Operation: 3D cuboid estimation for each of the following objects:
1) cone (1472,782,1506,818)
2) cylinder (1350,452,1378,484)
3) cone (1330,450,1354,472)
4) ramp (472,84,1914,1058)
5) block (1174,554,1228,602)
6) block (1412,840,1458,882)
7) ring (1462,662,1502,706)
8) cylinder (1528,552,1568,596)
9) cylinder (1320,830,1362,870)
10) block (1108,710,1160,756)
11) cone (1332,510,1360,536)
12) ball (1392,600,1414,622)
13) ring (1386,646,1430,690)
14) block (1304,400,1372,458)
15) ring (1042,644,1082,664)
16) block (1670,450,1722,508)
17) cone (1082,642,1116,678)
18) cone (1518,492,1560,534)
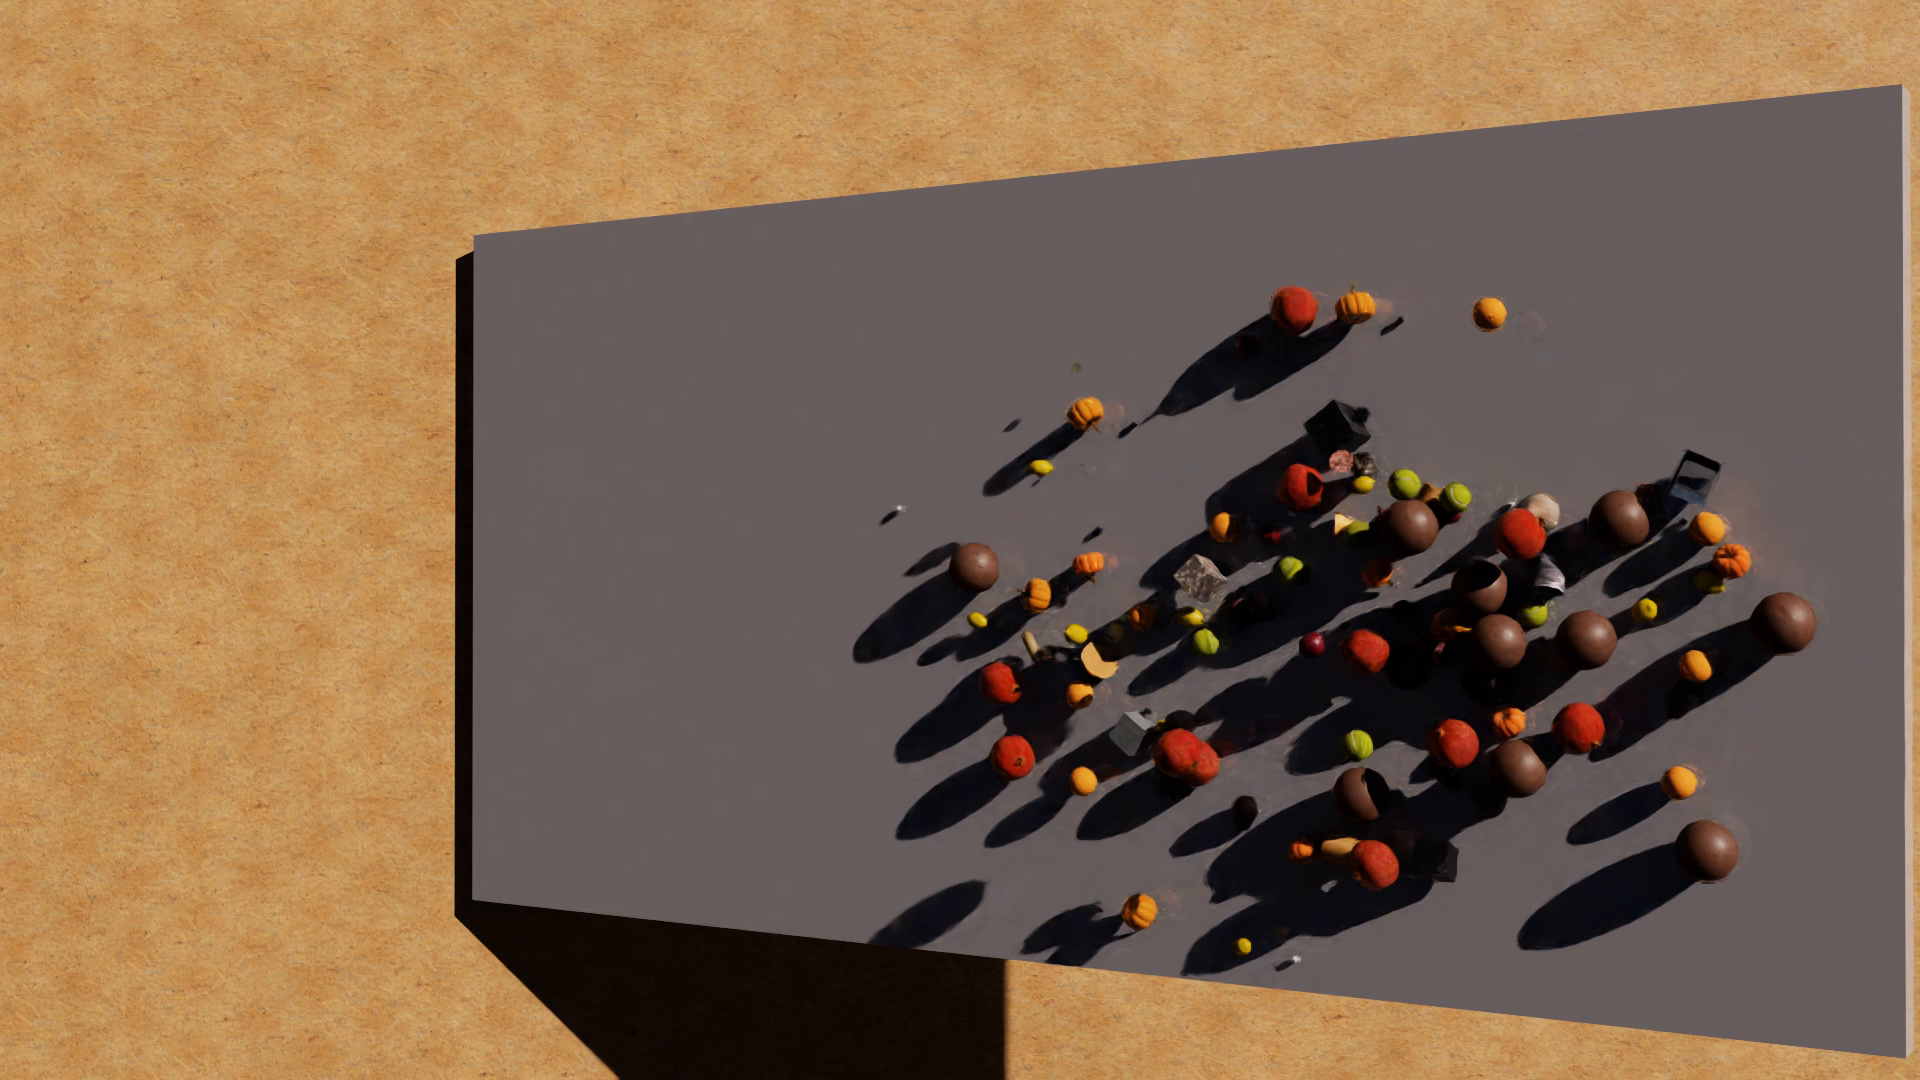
[{"bbox_3d":[1.172,0.587,4.932,0.082,0.082,0.082,0,89,32],"label":"cone"},{"bbox_3d":[0.932,-0.167,5.084,0.054,0.054,0.054,-34,114,0],"label":"cylinder"},{"bbox_3d":[0.880,-0.171,5.052,0.056,0.056,0.056,-5,69,14],"label":"cone"},{"bbox_3d":[0.263,0.072,5.606,4.000,0.100,2.000,0,89,32],"label":"ramp"},{"bbox_3d":[0.575,0.092,5.258,0.076,0.076,0.076,-47,57,20],"label":"block"},{"bbox_3d":[1.076,0.726,4.980,0.076,0.076,0.076,-2,68,32],"label":"block"},{"bbox_3d":[1.171,0.323,4.937,0.036,0.108,0.108,-27,89,-28],"label":"ring"},{"bbox_3d":[1.295,0.076,4.840,0.077,0.077,0.077,13,74,0],"label":"cylinder"},{"bbox_3d":[0.886,0.721,5.114,0.071,0.071,0.071,16,89,31],"label":"cylinder"},{"bbox_3d":[0.427,0.475,5.397,0.076,0.076,0.076,42,110,25],"label":"block"},{"bbox_3d":[0.906,-0.034,5.132,0.063,0.063,0.063,10,89,17],"label":"cone"},{"bbox_3d":[1.017,0.164,5.050,0.052,0.052,0.052,0,89,0],"label":"ball"},{"bbox_3d":[1.028,0.295,5.052,0.102,0.034,0.102,-1,88,30],"label":"ring"},{"bbox_3d":[0.877,-0.253,5.107,0.093,0.093,0.093,-41,62,26],"label":"block"},{"bbox_3d":[0.255,0.286,5.488,0.108,0.108,0.036,11,85,0],"label":"ring"},{"bbox_3d":[1.563,-0.129,4.671,0.077,0.077,0.077,27,78,22],"label":"block"},{"bbox_3d":[0.325,0.321,5.480,0.098,0.098,0.098,14,55,-20],"label":"cone"},{"bbox_3d":[1.268,-0.060,4.872,0.094,0.094,0.094,0,89,32],"label":"cone"}]
